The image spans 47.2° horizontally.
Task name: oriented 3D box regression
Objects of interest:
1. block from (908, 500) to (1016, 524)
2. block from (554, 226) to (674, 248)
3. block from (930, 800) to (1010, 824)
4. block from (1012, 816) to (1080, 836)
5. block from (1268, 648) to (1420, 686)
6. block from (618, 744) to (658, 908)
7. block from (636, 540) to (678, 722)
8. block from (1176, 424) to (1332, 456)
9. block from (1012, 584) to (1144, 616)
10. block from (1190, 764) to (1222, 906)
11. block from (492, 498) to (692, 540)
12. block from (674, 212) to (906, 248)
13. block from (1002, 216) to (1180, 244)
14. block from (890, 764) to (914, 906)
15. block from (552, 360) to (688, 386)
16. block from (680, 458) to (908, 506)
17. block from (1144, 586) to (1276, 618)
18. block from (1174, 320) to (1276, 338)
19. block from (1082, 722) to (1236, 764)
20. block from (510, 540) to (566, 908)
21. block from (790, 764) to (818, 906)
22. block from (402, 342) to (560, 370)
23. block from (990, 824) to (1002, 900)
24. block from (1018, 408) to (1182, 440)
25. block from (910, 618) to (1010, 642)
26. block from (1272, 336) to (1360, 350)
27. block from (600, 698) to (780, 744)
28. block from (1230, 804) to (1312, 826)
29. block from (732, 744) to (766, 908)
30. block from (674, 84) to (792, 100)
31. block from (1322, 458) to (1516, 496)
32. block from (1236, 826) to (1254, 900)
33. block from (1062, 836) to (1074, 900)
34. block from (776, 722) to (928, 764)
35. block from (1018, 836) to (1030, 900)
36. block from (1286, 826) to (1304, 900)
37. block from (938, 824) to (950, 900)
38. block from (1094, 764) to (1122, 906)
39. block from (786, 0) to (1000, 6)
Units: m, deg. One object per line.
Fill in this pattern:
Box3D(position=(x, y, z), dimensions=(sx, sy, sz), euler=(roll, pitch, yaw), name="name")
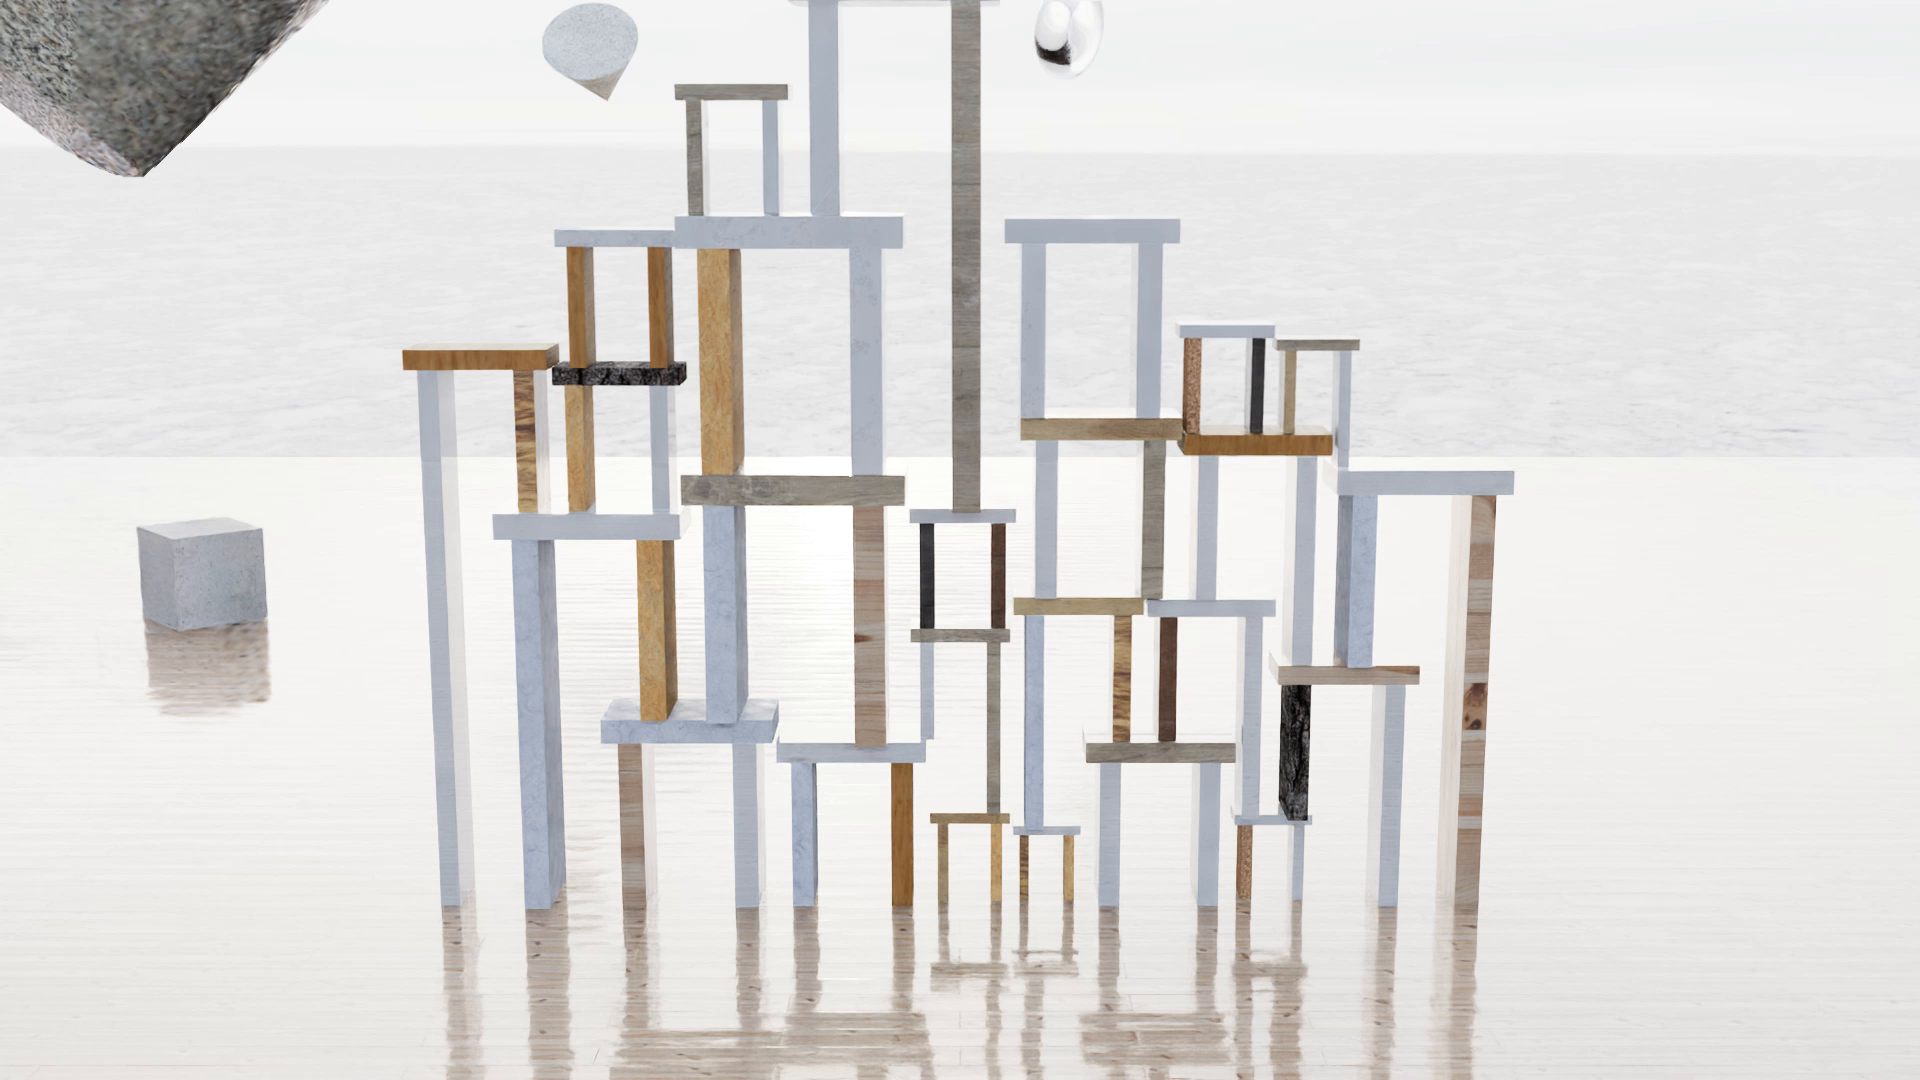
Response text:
Box3D(position=(0.004, -0.046, 3.555), dimensions=(0.172, 0.024, 0.086), euler=(0, 11, 0), name="block")
Box3D(position=(-0.536, -0.478, 3.465), dimensions=(0.189, 0.027, 0.095), euler=(0, 11, 0), name="block")
Box3D(position=(0.016, 0.451, 3.642), dimensions=(0.132, 0.019, 0.066), euler=(0, 11, 0), name="block")
Box3D(position=(0.143, 0.473, 3.644), dimensions=(0.112, 0.016, 0.056), euler=(0, 10, 0), name="block")
Box3D(position=(0.626, 0.207, 3.595), dimensions=(0.228, 0.032, 0.114), euler=(0, 11, 0), name="block")
Box3D(position=(-0.534, 0.453, 3.648), dimensions=(0.039, 0.277, 0.139), euler=(0, 11, 0), name="block")
Box3D(position=(-0.493, 0.132, 3.587), dimensions=(0.042, 0.297, 0.148), euler=(0, 11, 0), name="block")
Box3D(position=(0.471, -0.160, 3.529), dimensions=(0.234, 0.033, 0.117), euler=(0, 11, 0), name="block")
Box3D(position=(0.190, 0.097, 3.576), dimensions=(0.210, 0.030, 0.105), euler=(0, 10, 0), name="block")
Box3D(position=(0.407, 0.470, 3.648), dimensions=(0.034, 0.243, 0.122), euler=(0, 11, 0), name="block")
Box3D(position=(-0.592, -0.034, 3.556), dimensions=(0.297, 0.042, 0.149), euler=(0, 11, 0), name="block")
Box3D(position=(-0.263, -0.489, 3.470), dimensions=(0.352, 0.050, 0.176), euler=(0, 10, 0), name="block")
Box3D(position=(0.205, -0.490, 3.466), dimensions=(0.272, 0.039, 0.136), euler=(0, 10, 0), name="block")
Box3D(position=(-0.095, 0.470, 3.649), dimensions=(0.034, 0.243, 0.121), euler=(0, 11, 0), name="block")
Box3D(position=(-0.543, -0.266, 3.512), dimensions=(0.201, 0.028, 0.100), euler=(0, 11, 0), name="block")
Box3D(position=(-0.262, -0.094, 3.544), dimensions=(0.354, 0.050, 0.177), euler=(0, 10, 1), name="block")
Box3D(position=(0.404, 0.100, 3.578), dimensions=(0.206, 0.029, 0.103), euler=(0, 11, 0), name="block")
Box3D(position=(0.421, -0.335, 3.497), dimensions=(0.150, 0.021, 0.075), euler=(0, 11, 0), name="block")
Box3D(position=(0.326, 0.334, 3.623), dimensions=(0.243, 0.034, 0.122), euler=(0, 11, 0), name="block")
Box3D(position=(-0.691, 0.288, 3.615), dimensions=(0.042, 0.613, 0.149), euler=(0, 11, 0), name="block")
Box3D(position=(-0.257, 0.470, 3.649), dimensions=(0.034, 0.243, 0.122), euler=(0, 11, 0), name="block")
Box3D(position=(-0.761, -0.293, 3.504), dimensions=(0.226, 0.032, 0.113), euler=(0, 11, 0), name="block")
Box3D(position=(0.060, 0.525, 3.656), dimensions=(0.019, 0.132, 0.066), euler=(0, 11, 0), name="block")
Box3D(position=(0.222, -0.186, 3.524), dimensions=(0.255, 0.036, 0.127), euler=(0, 10, 0), name="block")
Box3D(position=(0.001, 0.147, 3.586), dimensions=(0.162, 0.023, 0.081), euler=(0, 11, 0), name="block")
Box3D(position=(0.565, -0.313, 3.496), dimensions=(0.131, 0.018, 0.065), euler=(0, 11, 0), name="block")
Box3D(position=(-0.442, 0.297, 3.620), dimensions=(0.277, 0.039, 0.139), euler=(0, 10, 0), name="block")
Box3D(position=(0.516, 0.455, 3.647), dimensions=(0.128, 0.018, 0.064), euler=(0, 11, 0), name="block")
Box3D(position=(-0.349, 0.453, 3.648), dimensions=(0.039, 0.277, 0.139), euler=(0, 11, 0), name="block")
Box3D(position=(-0.353, -0.699, 3.433), dimensions=(0.176, 0.025, 0.088), euler=(0, 11, 0), name="block")
Box3D(position=(0.734, -0.103, 3.535), dimensions=(0.280, 0.040, 0.140), euler=(0, 11, 0), name="block")
Box3D(position=(0.473, 0.527, 3.661), dimensions=(0.018, 0.128, 0.064), euler=(0, 11, 0), name="block")
Box3D(position=(0.180, 0.536, 3.656), dimensions=(0.016, 0.112, 0.056), euler=(0, 11, 0), name="block")
Box3D(position=(-0.176, 0.334, 3.623), dimensions=(0.243, 0.034, 0.122), euler=(0, 11, 0), name="block")
Box3D(position=(0.106, 0.536, 3.655), dimensions=(0.016, 0.112, 0.056), euler=(0, 11, 0), name="block")
Box3D(position=(0.559, 0.527, 3.661), dimensions=(0.018, 0.128, 0.064), euler=(0, 11, 0), name="block")
Box3D(position=(-0.028, 0.525, 3.656), dimensions=(0.019, 0.132, 0.066), euler=(0, 11, 0), name="block")
Box3D(position=(0.245, 0.470, 3.648), dimensions=(0.034, 0.243, 0.121), euler=(0, 11, 0), name="block")
Box3D(position=(-0.099, -0.852, 3.400), dimensions=(0.322, 0.046, 0.161), euler=(0, 11, 1), name="block")
